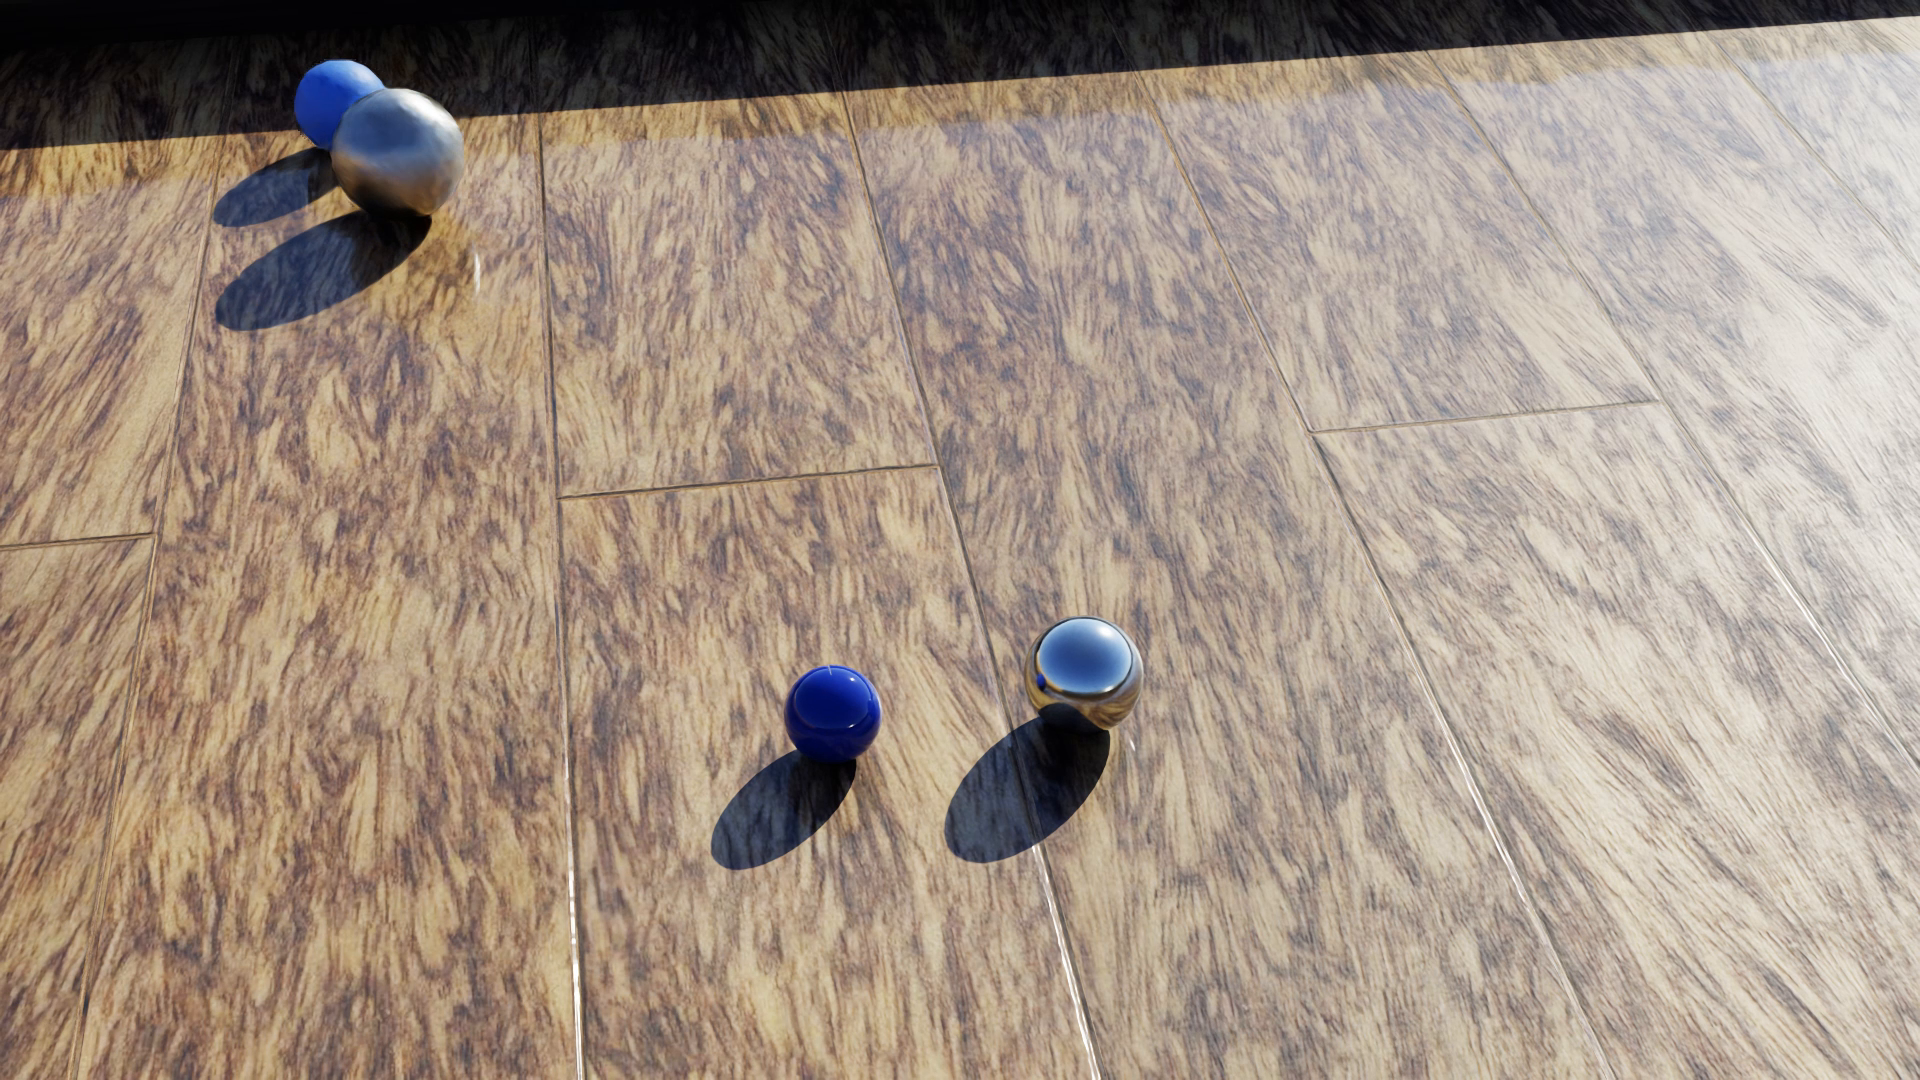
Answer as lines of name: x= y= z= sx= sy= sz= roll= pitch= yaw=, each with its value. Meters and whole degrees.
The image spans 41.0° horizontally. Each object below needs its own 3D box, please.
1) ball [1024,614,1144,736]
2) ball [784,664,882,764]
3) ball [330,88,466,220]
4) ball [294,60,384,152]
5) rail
ball: x=0.070 y=0.077 z=1.457 sx=0.068 sy=0.068 sz=0.068 roll=0 pitch=36 yaw=0
ball: x=-0.071 y=0.098 z=1.439 sx=0.056 sy=0.056 sz=0.056 roll=0 pitch=36 yaw=0
ball: x=-0.423 y=-0.290 z=1.930 sx=0.099 sy=0.099 sz=0.099 roll=0 pitch=36 yaw=0
ball: x=-0.487 y=-0.341 z=2.021 sx=0.073 sy=0.073 sz=0.073 roll=0 pitch=36 yaw=0
rail: x=0.695 y=-0.596 z=2.320 sx=3.342 sy=0.128 sz=0.045 roll=-5 pitch=37 yaw=-7
